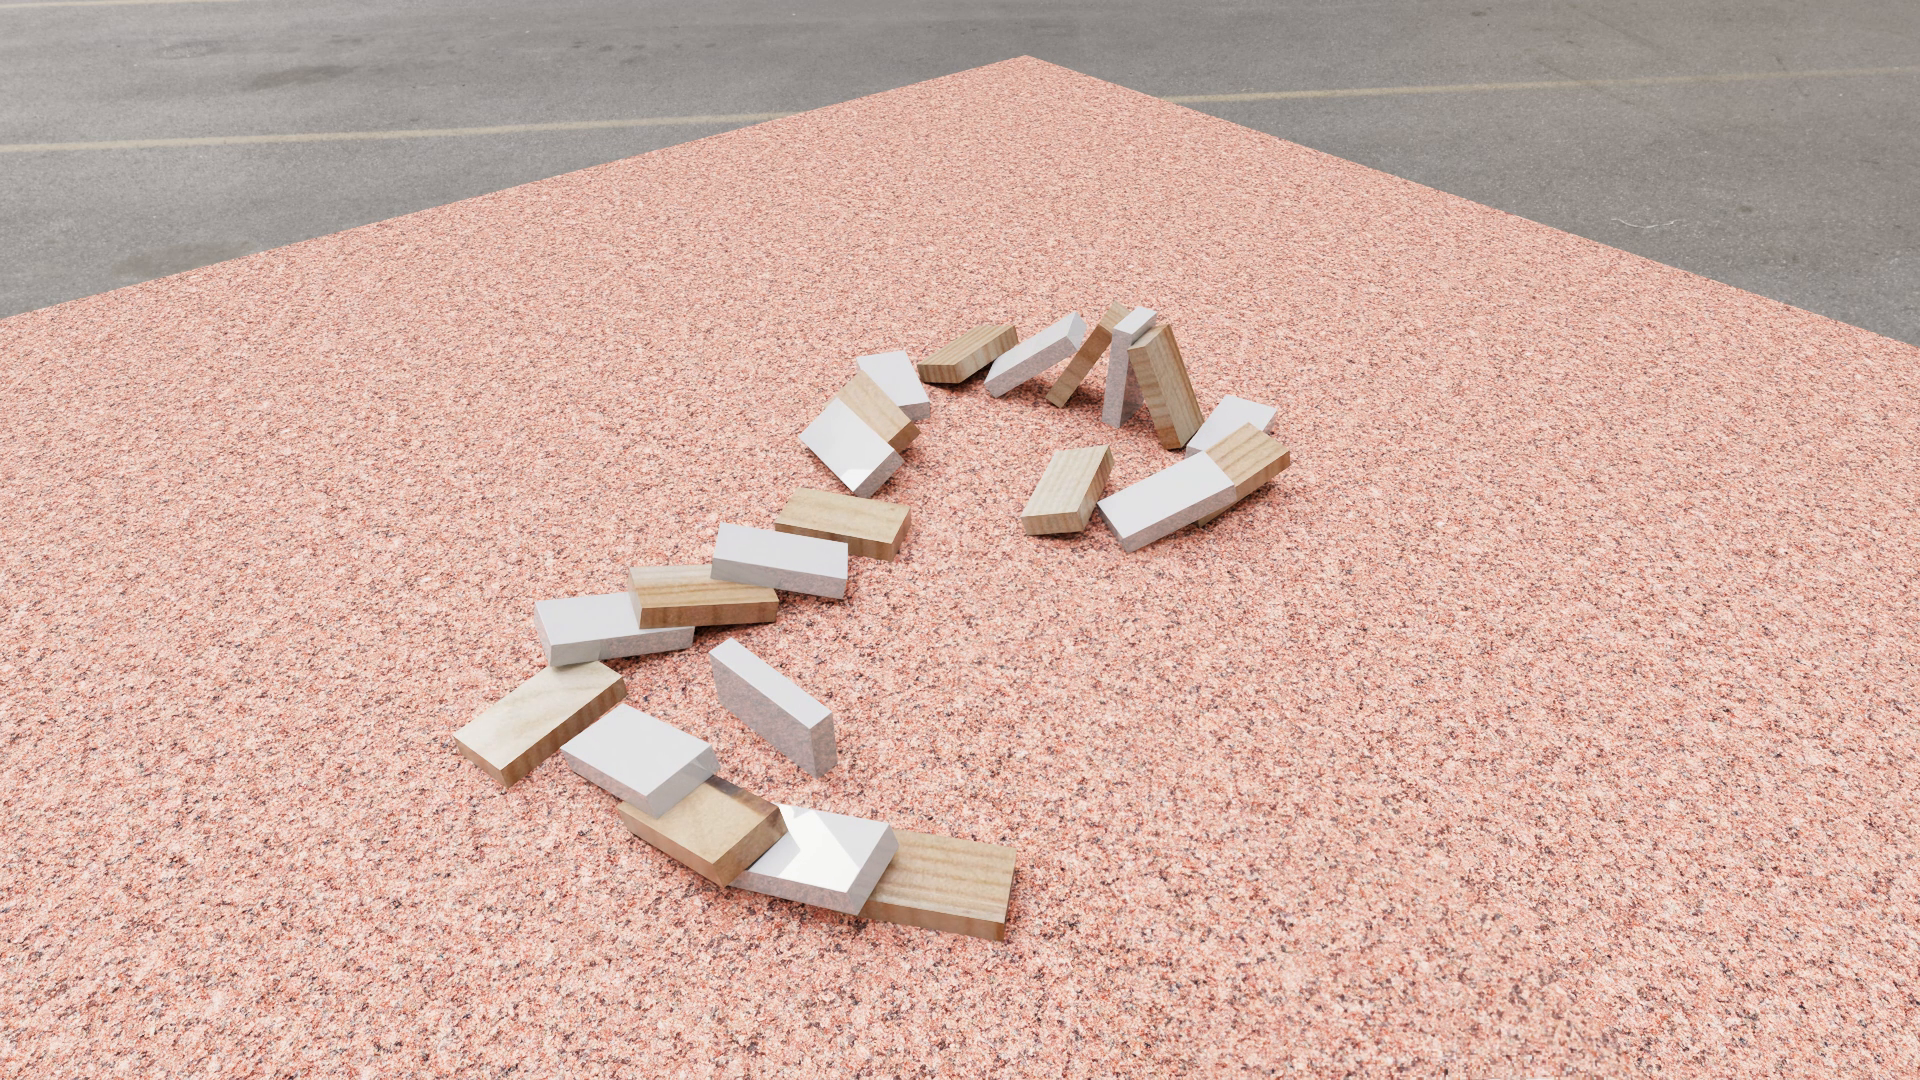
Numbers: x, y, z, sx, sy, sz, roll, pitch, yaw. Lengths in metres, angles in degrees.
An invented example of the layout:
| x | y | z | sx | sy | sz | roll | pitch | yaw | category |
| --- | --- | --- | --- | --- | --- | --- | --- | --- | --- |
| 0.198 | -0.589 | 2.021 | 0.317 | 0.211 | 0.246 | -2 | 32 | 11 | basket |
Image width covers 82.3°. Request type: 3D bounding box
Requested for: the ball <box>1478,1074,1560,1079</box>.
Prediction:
| x | y | z | sx | sy | sz | roll | pitch | yaw | category |
| --- | --- | --- | --- | --- | --- | --- | --- | --- | --- |
| 0.115 | 0.146 | 0.209 | 0.080 | 0.080 | 0.080 | 0 | 39 | 0 | ball |

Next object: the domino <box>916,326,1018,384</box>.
| x | y | z | sx | sy | sz | roll | pitch | yaw | category |
| --- | --- | --- | --- | --- | --- | --- | --- | --- | --- |
| 0.004 | -0.094 | 0.552 | 0.025 | 0.010 | 0.050 | 9 | 36 | 41 | domino |

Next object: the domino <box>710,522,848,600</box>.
| x | y | z | sx | sy | sz | roll | pitch | yaw | category |
| --- | --- | --- | --- | --- | --- | --- | --- | --- | --- |
| -0.069 | 0.008 | 0.422 | 0.050 | 0.009 | 0.025 | 10 | 31 | -11 | domino |

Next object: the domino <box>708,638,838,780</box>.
| x | y | z | sx | sy | sz | roll | pitch | yaw | category |
| --- | --- | --- | --- | --- | --- | --- | --- | --- | --- |
| -0.062 | 0.055 | 0.364 | 0.050 | 0.025 | 0.010 | 30 | 48 | 31 | domino |

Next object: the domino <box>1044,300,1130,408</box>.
| x | y | z | sx | sy | sz | roll | pitch | yaw | category |
| --- | --- | --- | --- | --- | --- | --- | --- | --- | --- |
| 0.060 | -0.087 | 0.519 | 0.009 | 0.050 | 0.025 | 36 | 45 | -1 | domino |

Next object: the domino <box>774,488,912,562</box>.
| x | y | z | sx | sy | sz | roll | pitch | yaw | category |
| --- | --- | --- | --- | --- | --- | --- | --- | --- | --- |
| -0.048 | -0.007 | 0.452 | 0.050 | 0.010 | 0.025 | 10 | 40 | 12 | domino |

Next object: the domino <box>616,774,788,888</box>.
| x | y | z | sx | sy | sz | roll | pitch | yaw | category |
| --- | --- | --- | --- | --- | --- | --- | --- | --- | --- |
| -0.078 | 0.084 | 0.330 | 0.050 | 0.009 | 0.025 | 12 | 38 | 41 | domino |

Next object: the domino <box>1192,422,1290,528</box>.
| x | y | z | sx | sy | sz | roll | pitch | yaw | category |
| --- | --- | --- | --- | --- | --- | --- | --- | --- | --- |
| 0.112 | -0.028 | 0.467 | 0.050 | 0.010 | 0.025 | -33 | 48 | -12 | domino |

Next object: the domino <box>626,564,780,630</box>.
| x | y | z | sx | sy | sz | roll | pitch | yaw | category |
| --- | --- | --- | --- | --- | --- | --- | --- | --- | --- |
| -0.095 | 0.020 | 0.408 | 0.050 | 0.010 | 0.025 | -1 | 35 | -28 | domino |

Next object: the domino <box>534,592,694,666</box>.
| x | y | z | sx | sy | sz | roll | pitch | yaw | category |
| --- | --- | --- | --- | --- | --- | --- | --- | --- | --- |
| -0.124 | 0.031 | 0.395 | 0.050 | 0.009 | 0.025 | -5 | 37 | -33 | domino |

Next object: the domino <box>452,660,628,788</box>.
| x | y | z | sx | sy | sz | roll | pitch | yaw | category |
| --- | --- | --- | --- | --- | --- | --- | --- | --- | --- |
| -0.141 | 0.059 | 0.372 | 0.025 | 0.010 | 0.050 | 24 | 45 | 27 | domino |

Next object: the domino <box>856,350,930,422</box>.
| x | y | z | sx | sy | sz | roll | pitch | yaw | category |
| --- | --- | --- | --- | --- | --- | --- | --- | --- | --- |
| -0.033 | -0.074 | 0.534 | 0.025 | 0.010 | 0.050 | -10 | 40 | -12 | domino |

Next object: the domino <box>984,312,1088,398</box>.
| x | y | z | sx | sy | sz | roll | pitch | yaw | category |
| --- | --- | --- | --- | --- | --- | --- | --- | --- | --- |
| 0.036 | -0.089 | 0.529 | 0.050 | 0.009 | 0.025 | -26 | 26 | 34 | domino |

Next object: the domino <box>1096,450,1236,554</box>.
| x | y | z | sx | sy | sz | roll | pitch | yaw | category |
| --- | --- | --- | --- | --- | --- | --- | --- | --- | --- |
| 0.085 | -0.016 | 0.451 | 0.050 | 0.009 | 0.025 | -26 | 43 | -3 | domino |

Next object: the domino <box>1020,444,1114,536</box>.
| x | y | z | sx | sy | sz | roll | pitch | yaw | category |
| --- | --- | --- | --- | --- | --- | --- | --- | --- | --- |
| 0.046 | -0.021 | 0.463 | 0.025 | 0.009 | 0.050 | -5 | 34 | 29 | domino |

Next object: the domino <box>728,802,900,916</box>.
| x | y | z | sx | sy | sz | roll | pitch | yaw | category |
| --- | --- | --- | --- | --- | --- | --- | --- | --- | --- |
| -0.046 | 0.091 | 0.320 | 0.050 | 0.010 | 0.025 | 1 | 35 | 30 | domino |

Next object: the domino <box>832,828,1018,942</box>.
| x | y | z | sx | sy | sz | roll | pitch | yaw | category |
| --- | --- | --- | --- | --- | --- | --- | --- | --- | --- |
| -0.010 | 0.100 | 0.322 | 0.050 | 0.010 | 0.025 | 7 | 40 | 8 | domino |

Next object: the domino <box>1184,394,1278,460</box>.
| x | y | z | sx | sy | sz | roll | pitch | yaw | category |
| --- | --- | --- | --- | --- | --- | --- | --- | --- | --- |
| 0.124 | -0.048 | 0.502 | 0.025 | 0.009 | 0.050 | 21 | 44 | 23 | domino |

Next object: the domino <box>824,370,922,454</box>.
| x | y | z | sx | sy | sz | roll | pitch | yaw | category |
| --- | --- | --- | --- | --- | --- | --- | --- | --- | --- |
| -0.040 | -0.055 | 0.501 | 0.025 | 0.010 | 0.050 | -43 | 47 | 2 | domino |

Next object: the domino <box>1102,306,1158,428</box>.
| x | y | z | sx | sy | sz | roll | pitch | yaw | category |
| --- | --- | --- | --- | --- | --- | --- | --- | --- | --- |
| 0.078 | -0.079 | 0.508 | 0.009 | 0.050 | 0.025 | 24 | 45 | 24 | domino |

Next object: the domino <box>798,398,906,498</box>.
| x | y | z | sx | sy | sz | roll | pitch | yaw | category |
| --- | --- | --- | --- | --- | --- | --- | --- | --- | --- |
| -0.048 | -0.040 | 0.483 | 0.025 | 0.009 | 0.050 | -46 | 50 | -1 | domino |

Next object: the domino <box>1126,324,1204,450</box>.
| x | y | z | sx | sy | sz | roll | pitch | yaw | category |
| --- | --- | --- | --- | --- | --- | --- | --- | --- | --- |
| 0.093 | -0.069 | 0.497 | 0.010 | 0.050 | 0.025 | -4 | 29 | 43 | domino |

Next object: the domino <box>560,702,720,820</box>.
| x | y | z | sx | sy | sz | roll | pitch | yaw | category |
| --- | --- | --- | --- | --- | --- | --- | --- | --- | --- |
| -0.102 | 0.069 | 0.348 | 0.050 | 0.009 | 0.025 | 12 | 38 | 41 | domino |
